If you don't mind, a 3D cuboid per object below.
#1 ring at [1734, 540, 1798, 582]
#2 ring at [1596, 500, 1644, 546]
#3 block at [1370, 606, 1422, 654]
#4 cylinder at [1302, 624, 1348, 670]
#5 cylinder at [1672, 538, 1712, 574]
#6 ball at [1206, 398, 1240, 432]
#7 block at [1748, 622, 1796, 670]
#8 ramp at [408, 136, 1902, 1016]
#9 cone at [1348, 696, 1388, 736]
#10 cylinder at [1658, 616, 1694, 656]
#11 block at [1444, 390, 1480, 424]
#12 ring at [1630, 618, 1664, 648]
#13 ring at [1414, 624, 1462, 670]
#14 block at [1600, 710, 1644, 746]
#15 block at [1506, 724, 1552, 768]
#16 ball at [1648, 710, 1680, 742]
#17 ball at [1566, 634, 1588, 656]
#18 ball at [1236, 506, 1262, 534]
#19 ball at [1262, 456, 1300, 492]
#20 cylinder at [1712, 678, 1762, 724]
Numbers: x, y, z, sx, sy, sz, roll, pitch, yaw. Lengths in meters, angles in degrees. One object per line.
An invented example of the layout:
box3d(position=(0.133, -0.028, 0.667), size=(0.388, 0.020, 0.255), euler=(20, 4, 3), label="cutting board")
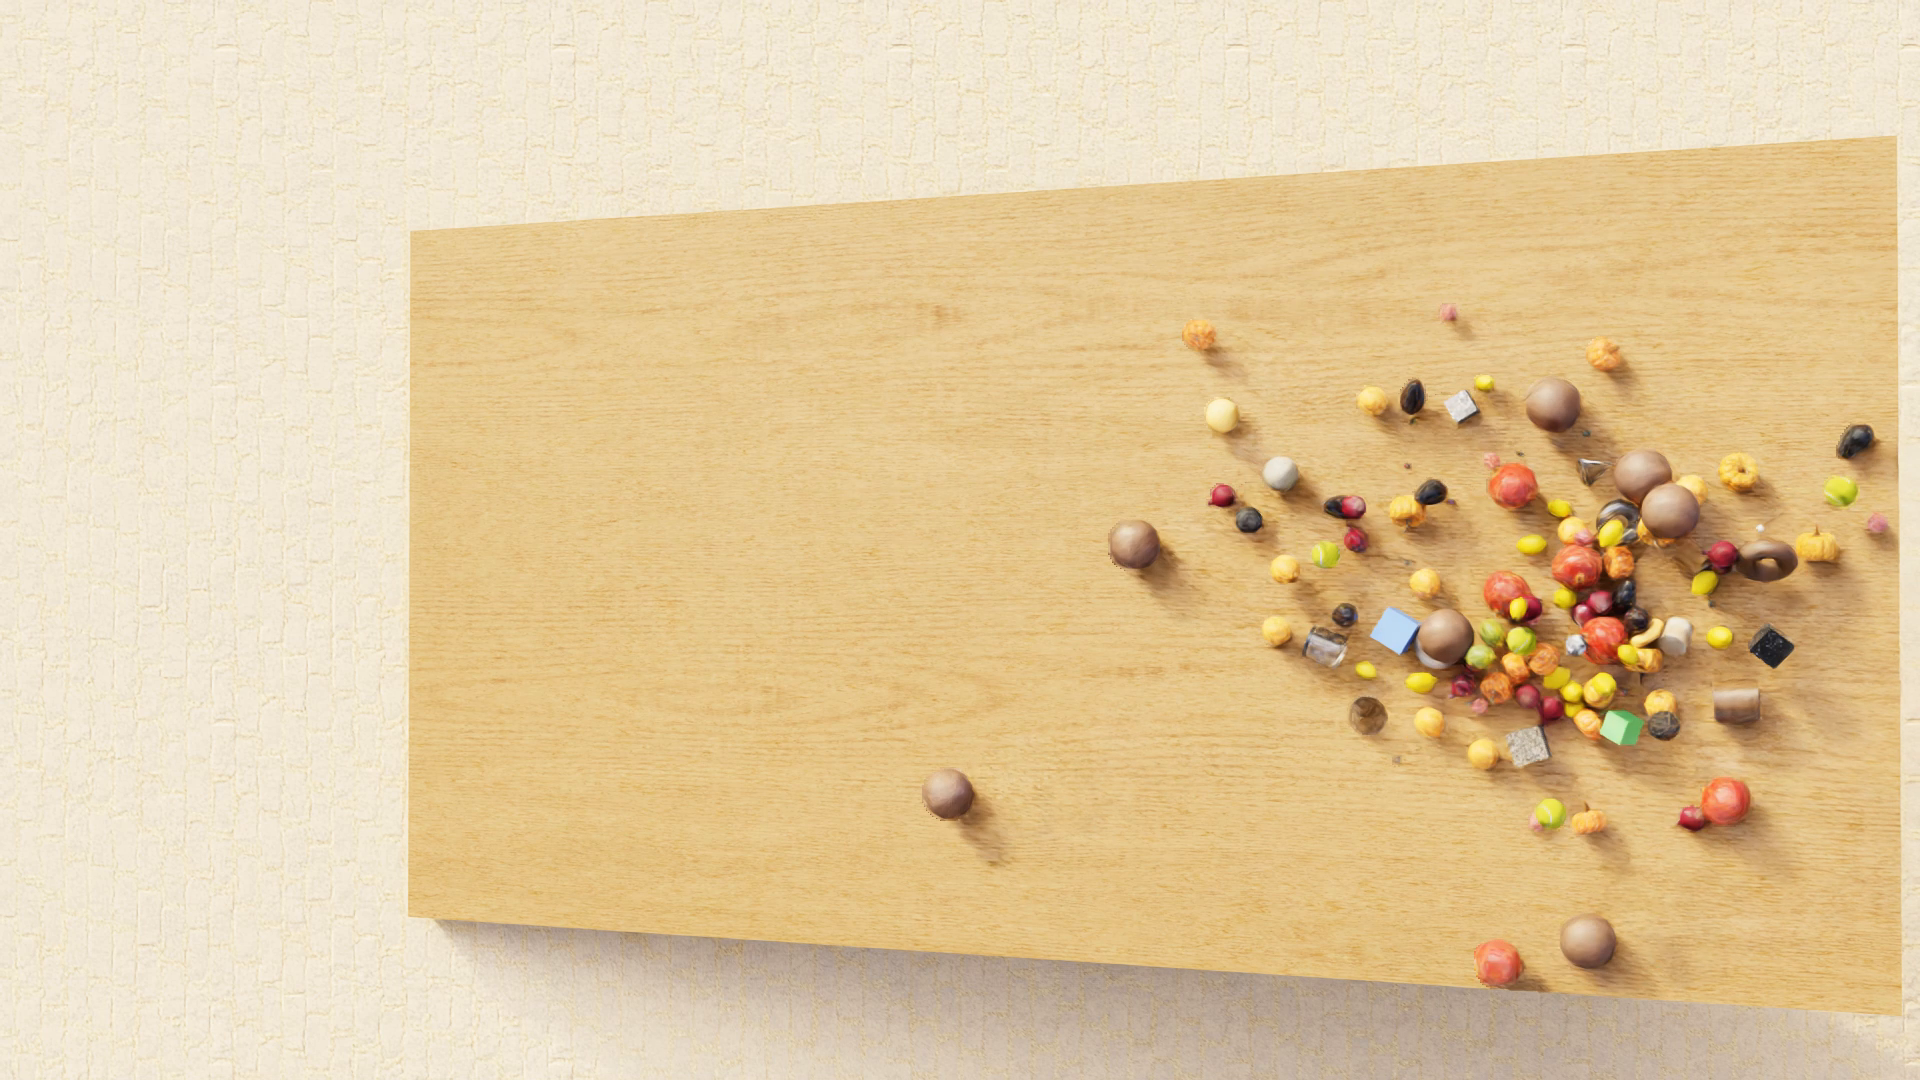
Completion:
box3d(position=(1.837, 0.047, 5.011), size=(0.137, 0.137, 0.046), euler=(11, 56, 0), label="ring")
box3d(position=(1.559, -0.040, 5.194), size=(0.111, 0.037, 0.111), euler=(0, 91, 16), label="ring")
box3d(position=(1.063, 0.220, 5.355), size=(0.084, 0.084, 0.084), euler=(33, 101, 18), label="block")
box3d(position=(0.899, 0.263, 5.416), size=(0.085, 0.085, 0.085), euler=(22, 89, 20), label="cylinder")
box3d(position=(1.706, 0.037, 5.125), size=(0.062, 0.062, 0.062), euler=(-43, 66, -1), label="cylinder")
box3d(position=(0.659, -0.312, 5.514), size=(0.086, 0.086, 0.086), euler=(0, 89, 0), label="ball")
box3d(position=(1.844, 0.240, 4.997), size=(0.069, 0.069, 0.069), euler=(38, 108, 5), label="block")
box3d(position=(0.282, 0.088, 5.751), size=(4.000, 0.100, 2.000), euler=(0, 89, 21), label="ramp")
box3d(position=(0.987, 0.433, 5.374), size=(0.097, 0.097, 0.097), euler=(0, 89, 21), label="cone")
box3d(position=(1.667, 0.224, 5.120), size=(0.065, 0.065, 0.065), euler=(37, 55, 0), label="cylinder")
box3d(position=(1.214, -0.322, 5.318), size=(0.058, 0.058, 0.058), euler=(-33, 78, 17), label="block")
box3d(position=(1.606, 0.219, 5.145), size=(0.092, 0.092, 0.031), euler=(-39, 91, 0), label="ring")
box3d(position=(1.160, 0.258, 5.341), size=(0.112, 0.037, 0.112), euler=(-1, 87, 16), label="ring")
box3d(position=(1.549, 0.439, 5.148), size=(0.061, 0.061, 0.061), euler=(2, 111, -36), label="block")
box3d(position=(1.356, 0.490, 5.243), size=(0.079, 0.079, 0.079), euler=(-19, 83, 20), label="block")
box3d(position=(1.625, 0.429, 5.075), size=(0.070, 0.070, 0.070), euler=(0, 89, 0), label="ball")
box3d(position=(1.438, 0.246, 5.131), size=(0.050, 0.050, 0.050), euler=(0, 89, 0), label="ball")
box3d(position=(0.722, -0.050, 5.496), size=(0.068, 0.068, 0.068), euler=(0, 89, 0), label="ball")
box3d(position=(0.797, -0.164, 5.457), size=(0.090, 0.090, 0.090), euler=(0, 89, 0), label="ball")
box3d(position=(1.791, 0.371, 5.069), size=(0.099, 0.099, 0.099), euler=(-4, 89, 21), label="cylinder")
